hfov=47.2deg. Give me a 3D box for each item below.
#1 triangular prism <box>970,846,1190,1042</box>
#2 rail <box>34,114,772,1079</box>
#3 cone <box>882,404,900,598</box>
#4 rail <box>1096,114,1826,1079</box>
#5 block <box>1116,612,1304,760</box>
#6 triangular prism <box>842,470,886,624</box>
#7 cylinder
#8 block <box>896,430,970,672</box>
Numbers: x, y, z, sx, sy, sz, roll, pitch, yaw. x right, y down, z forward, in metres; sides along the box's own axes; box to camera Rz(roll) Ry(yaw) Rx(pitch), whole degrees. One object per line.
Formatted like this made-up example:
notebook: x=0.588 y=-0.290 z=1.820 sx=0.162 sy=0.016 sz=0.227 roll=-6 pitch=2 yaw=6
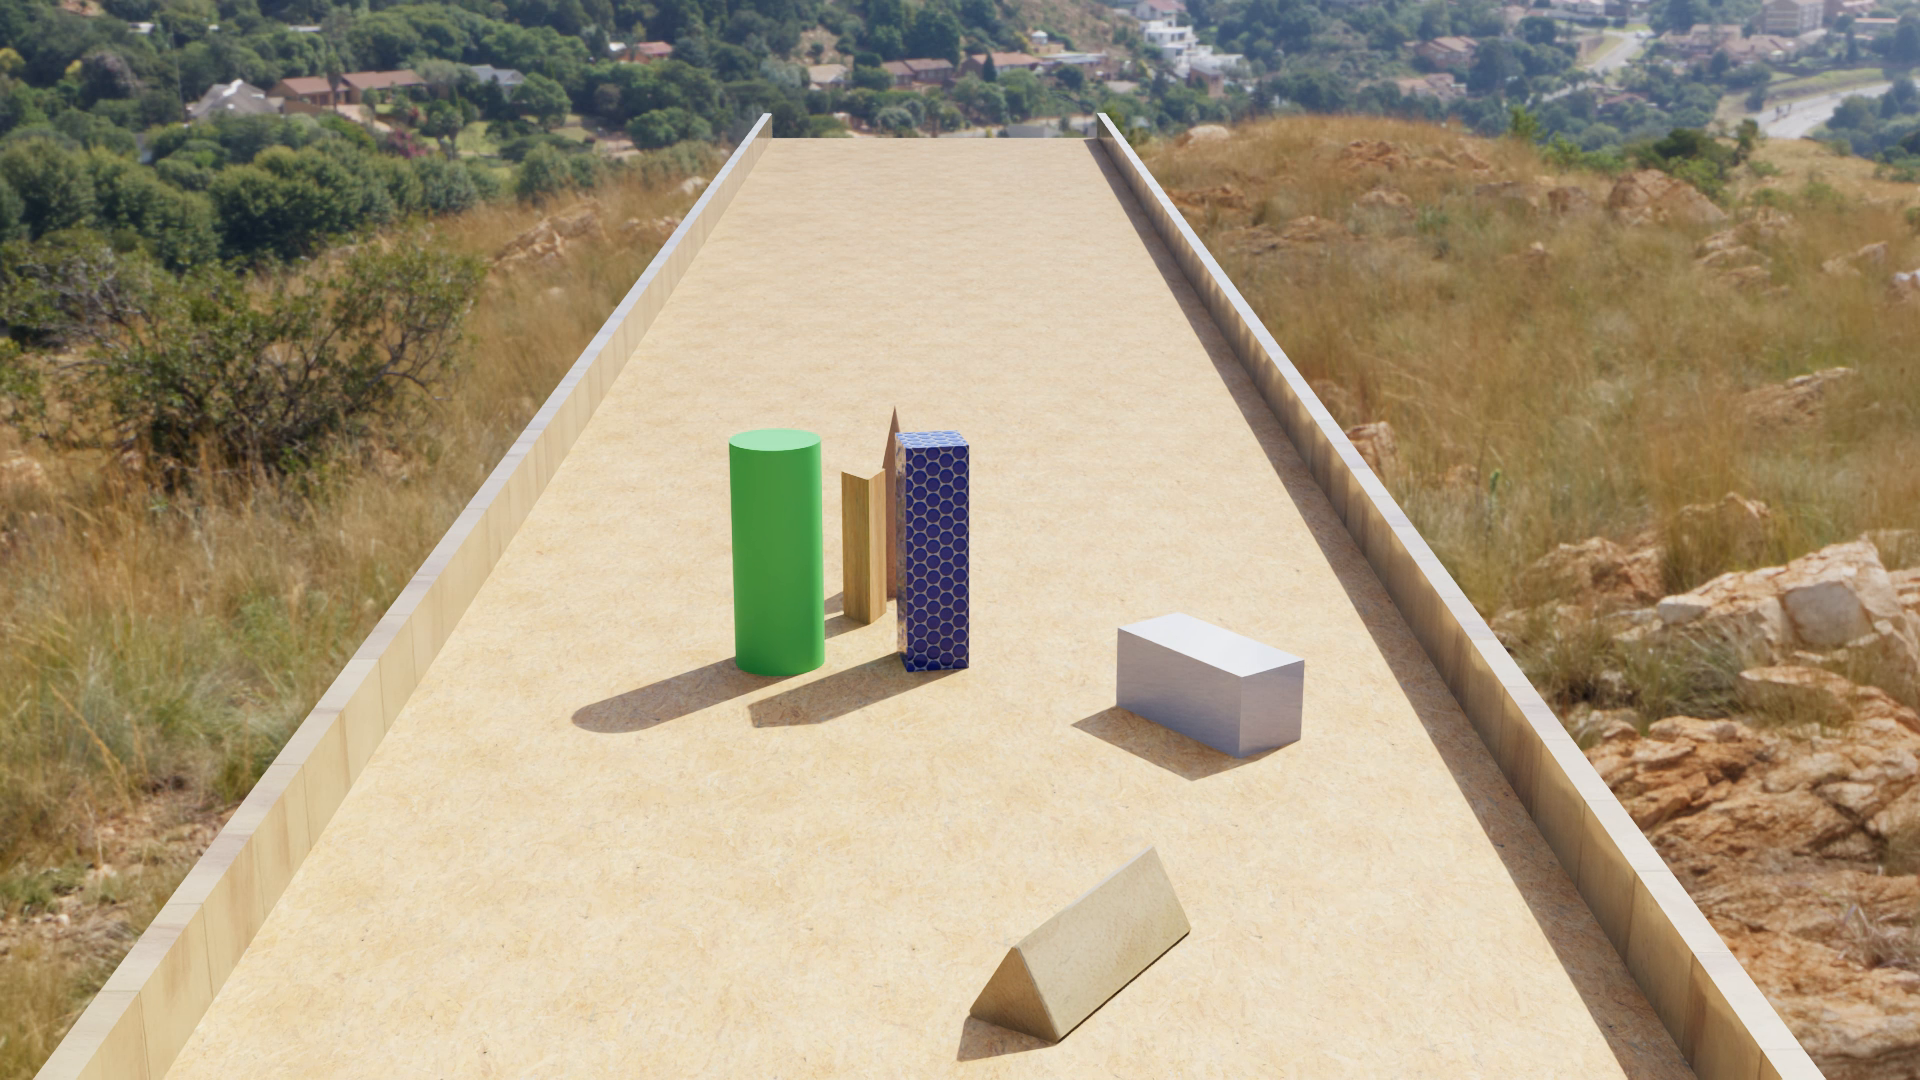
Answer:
triangular prism: x=0.178 y=0.558 z=3.126 sx=0.140 sy=0.122 sz=0.391 roll=11 pitch=20 yaw=31
rail: x=-1.118 y=-0.838 z=7.780 sx=0.050 sy=0.150 sz=12.000 roll=0 pitch=17 yaw=-1
cone: x=-0.141 y=-0.096 z=4.825 sx=0.170 sy=0.414 sz=0.170 roll=0 pitch=17 yaw=0
rail: x=0.932 y=-0.844 z=7.801 sx=0.050 sy=0.150 sz=12.000 roll=0 pitch=17 yaw=-1
block: x=0.458 y=0.264 z=4.067 sx=0.155 sy=0.155 sz=0.336 roll=-12 pitch=20 yaw=-35
triangular prism: x=-0.189 y=0.009 z=4.640 sx=0.079 sy=0.316 sz=0.091 roll=-13 pitch=21 yaw=-37
cylinder: x=-0.360 y=0.023 z=4.346 sx=0.179 sy=0.457 sz=0.179 roll=0 pitch=17 yaw=0
block: x=-0.055 y=0.022 z=4.353 sx=0.125 sy=0.456 sz=0.125 roll=-3 pitch=17 yaw=-11
